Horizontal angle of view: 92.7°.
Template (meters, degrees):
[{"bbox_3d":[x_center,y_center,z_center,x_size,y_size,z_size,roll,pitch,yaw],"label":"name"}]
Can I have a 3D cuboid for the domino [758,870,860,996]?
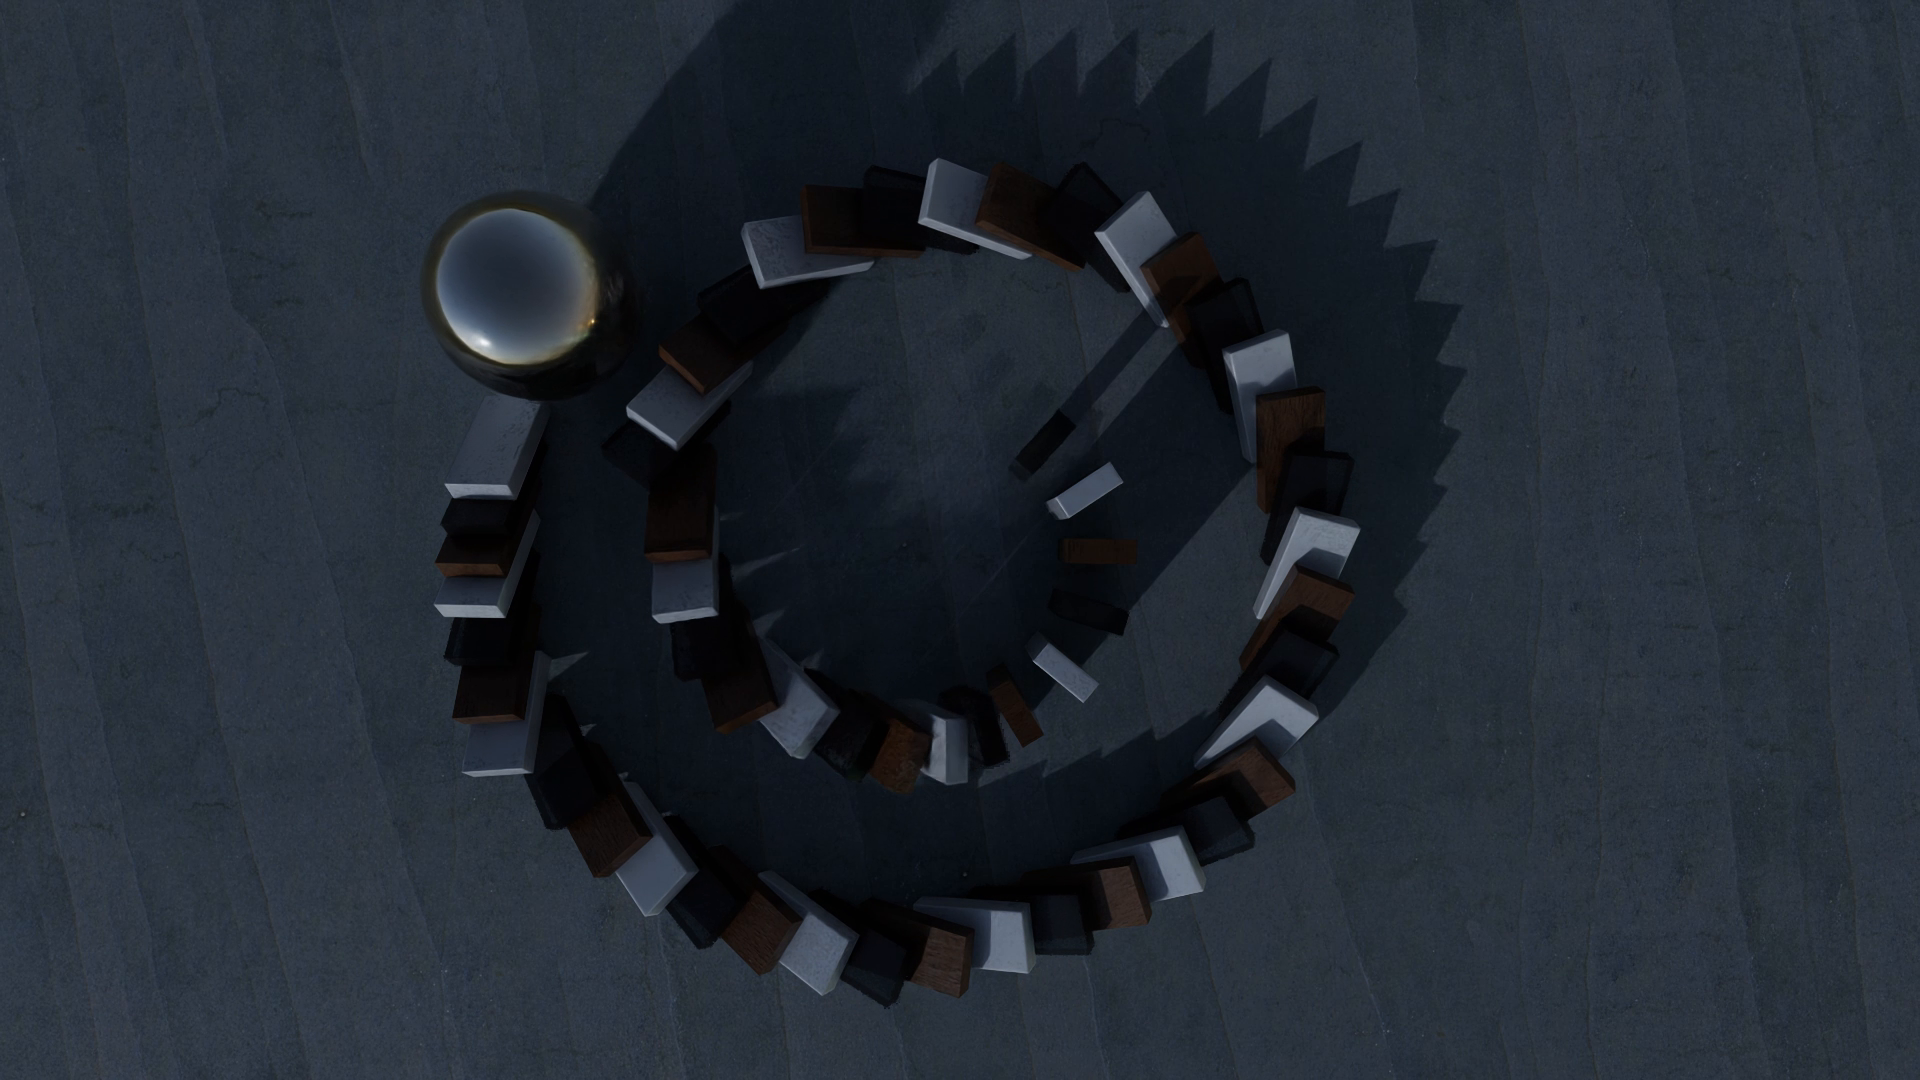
[{"bbox_3d":[-0.069,0.164,0.385,0.050,0.010,0.025,26,90,24],"label":"domino"}]

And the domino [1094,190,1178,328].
[{"bbox_3d":[0.081,-0.117,0.385,0.025,0.010,0.050,-42,115,0],"label":"domino"}]

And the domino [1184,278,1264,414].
[{"bbox_3d":[0.115,-0.081,0.385,0.025,0.010,0.050,-27,114,0],"label":"domino"}]

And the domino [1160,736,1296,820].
[{"bbox_3d":[0.112,0.106,0.385,0.050,0.010,0.025,-41,90,25],"label":"domino"}]

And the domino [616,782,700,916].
[{"bbox_3d":[-0.134,0.129,0.386,0.025,0.009,0.050,-47,66,0],"label":"domino"}]

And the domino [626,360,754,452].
[{"bbox_3d":[-0.112,-0.063,0.384,0.025,0.009,0.050,36,64,0],"label":"domino"}]

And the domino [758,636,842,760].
[{"bbox_3d":[-0.074,0.065,0.382,0.050,0.010,0.025,37,91,33],"label":"domino"}]

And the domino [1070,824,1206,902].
[{"bbox_3d":[0.074,0.139,0.385,0.050,0.010,0.025,-24,90,24],"label":"domino"}]

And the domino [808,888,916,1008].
[{"bbox_3d":[-0.045,0.171,0.385,0.050,0.009,0.025,19,90,24],"label":"domino"}]

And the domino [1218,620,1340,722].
[{"bbox_3d":[0.133,0.060,0.386,0.025,0.010,0.050,26,114,0],"label":"domino"}]

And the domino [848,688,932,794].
[{"bbox_3d":[-0.033,0.082,0.378,0.009,0.050,0.025,20,90,-39],"label":"domino"}]

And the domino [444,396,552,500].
[{"bbox_3d":[-0.191,-0.039,0.381,0.025,0.009,0.050,1,53,0],"label":"domino"}]

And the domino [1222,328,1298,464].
[{"bbox_3d":[0.128,-0.060,0.385,0.025,0.010,0.050,-20,114,0],"label":"domino"}]

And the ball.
[{"bbox_3d":[-0.166,-0.095,0.360,0.080,0.080,0.080,0,90,0],"label":"ball"}]

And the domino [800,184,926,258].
[{"bbox_3d":[-0.041,-0.133,0.385,0.050,0.010,0.025,-6,90,-25],"label":"domino"}]

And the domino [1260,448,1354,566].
[{"bbox_3d":[0.145,-0.013,0.385,0.025,0.009,0.050,5,115,0],"label":"domino"}]

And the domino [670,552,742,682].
[{"bbox_3d":[-0.108,0.032,0.384,0.025,0.009,0.050,-15,62,0],"label":"domino"}]

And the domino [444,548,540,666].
[{"bbox_3d":[-0.196,0.027,0.385,0.025,0.010,0.050,0,64,0],"label":"domino"}]

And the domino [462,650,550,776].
[{"bbox_3d":[-0.190,0.072,0.384,0.025,0.010,0.050,-4,64,2],"label":"domino"}]

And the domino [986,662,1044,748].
[{"bbox_3d":[0.022,0.066,0.375,0.009,0.050,0.025,-31,90,0],"label":"domino"}]

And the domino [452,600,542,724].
[{"bbox_3d":[-0.194,0.051,0.385,0.025,0.010,0.050,-4,64,1],"label":"domino"}]

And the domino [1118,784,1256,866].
[{"bbox_3d":[0.095,0.125,0.385,0.050,0.010,0.025,-31,90,24],"label":"domino"}]

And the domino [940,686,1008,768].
[{"bbox_3d":[0.005,0.075,0.375,0.010,0.050,0.025,-16,90,-14],"label":"domino"}]

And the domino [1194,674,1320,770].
[{"bbox_3d":[0.124,0.083,0.385,0.025,0.009,0.050,33,114,0],"label":"domino"}]

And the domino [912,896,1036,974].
[{"bbox_3d":[0.006,0.165,0.386,0.050,0.009,0.025,-6,90,24],"label":"domino"}]

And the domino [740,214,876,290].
[{"bbox_3d":[-0.063,-0.123,0.385,0.050,0.010,0.025,-19,90,-26],"label":"domino"}]

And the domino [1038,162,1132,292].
[{"bbox_3d":[0.060,-0.130,0.385,0.050,0.009,0.025,37,90,-25],"label":"domino"}]

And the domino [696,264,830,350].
[{"bbox_3d":[-0.082,-0.103,0.385,0.050,0.010,0.025,-40,90,-25],"label":"domino"}]

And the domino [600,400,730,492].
[{"bbox_3d":[-0.123,-0.047,0.385,0.025,0.009,0.050,37,64,0],"label":"domino"}]

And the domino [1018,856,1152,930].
[{"bbox_3d":[0.052,0.150,0.386,0.050,0.010,0.025,-18,90,24],"label":"domino"}]

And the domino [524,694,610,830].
[{"bbox_3d":[-0.170,0.093,0.386,0.025,0.010,0.050,-36,67,0],"label":"domino"}]

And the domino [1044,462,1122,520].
[{"bbox_3d":[0.049,-0.019,0.375,0.025,0.050,0.010,-33,90,0],"label":"domino"}]

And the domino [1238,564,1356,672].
[{"bbox_3d":[0.141,0.037,0.385,0.025,0.010,0.050,21,114,0],"label":"domino"}]

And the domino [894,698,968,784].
[{"bbox_3d":[-0.013,0.081,0.376,0.009,0.050,0.025,1,90,-27],"label":"domino"}]

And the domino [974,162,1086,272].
[{"bbox_3d":[0.033,-0.135,0.385,0.050,0.010,0.025,18,90,-25],"label":"domino"}]

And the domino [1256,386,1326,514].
[{"bbox_3d":[0.139,-0.038,0.385,0.025,0.010,0.050,-9,115,0],"label":"domino"}]

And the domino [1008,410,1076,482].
[{"bbox_3d":[0.033,-0.037,0.375,0.009,0.050,0.025,42,90,0],"label":"domino"}]

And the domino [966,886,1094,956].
[{"bbox_3d":[0.029,0.160,0.386,0.050,0.009,0.025,-11,90,24],"label":"domino"}]

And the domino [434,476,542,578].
[{"bbox_3d":[-0.195,-0.008,0.381,0.025,0.009,0.050,1,53,0],"label":"domino"}]

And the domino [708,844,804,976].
[{"bbox_3d":[-0.092,0.155,0.386,0.050,0.010,0.025,32,90,24],"label":"domino"}]

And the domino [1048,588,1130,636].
[{"bbox_3d":[0.051,0.029,0.375,0.025,0.050,0.009,16,90,0],"label":"domino"}]

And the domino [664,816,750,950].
[{"bbox_3d":[-0.114,0.143,0.386,0.050,0.010,0.025,39,90,24],"label":"domino"}]

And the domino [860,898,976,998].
[{"bbox_3d":[-0.020,0.171,0.385,0.050,0.009,0.025,7,90,25],"label":"domino"}]

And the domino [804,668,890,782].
[{"bbox_3d":[-0.053,0.076,0.380,0.050,0.009,0.025,28,90,41],"label":"domino"}]

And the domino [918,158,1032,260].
[{"bbox_3d":[0.009,-0.138,0.385,0.050,0.009,0.025,11,90,-24],"label":"domino"}]

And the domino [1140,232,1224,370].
[{"bbox_3d":[0.099,-0.100,0.385,0.025,0.009,0.050,-36,114,0],"label":"domino"}]

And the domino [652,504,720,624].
[{"bbox_3d":[-0.115,0.009,0.385,0.025,0.010,0.050,-8,64,0],"label":"domino"}]

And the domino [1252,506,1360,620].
[{"bbox_3d":[0.145,0.013,0.385,0.025,0.009,0.050,14,114,0],"label":"domino"}]

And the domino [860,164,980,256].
[{"bbox_3d":[-0.016,-0.138,0.385,0.050,0.010,0.025,4,90,-25],"label":"domino"}]

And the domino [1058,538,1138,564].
[{"bbox_3d":[0.055,0.004,0.375,0.025,0.050,0.009,1,90,0],"label":"domino"}]

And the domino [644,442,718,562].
[{"bbox_3d":[-0.117,-0.016,0.385,0.025,0.010,0.050,-4,65,0],"label":"domino"}]

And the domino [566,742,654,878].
[{"bbox_3d":[-0.153,0.113,0.386,0.025,0.010,0.050,-42,66,0],"label":"domino"}]

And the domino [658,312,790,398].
[{"bbox_3d":[-0.098,-0.085,0.385,0.025,0.009,0.050,43,65,0],"label":"domino"}]

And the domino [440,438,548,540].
[{"bbox_3d":[-0.193,-0.023,0.381,0.025,0.009,0.050,1,53,0],"label":"domino"}]

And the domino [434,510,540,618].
[{"bbox_3d":[-0.196,0.008,0.381,0.025,0.009,0.050,1,54,0],"label":"domino"}]

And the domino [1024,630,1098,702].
[{"bbox_3d":[0.041,0.051,0.375,0.025,0.050,0.010,39,90,0],"label":"domino"}]

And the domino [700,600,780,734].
[{"bbox_3d":[-0.095,0.053,0.383,0.025,0.010,0.050,-26,60,1],"label":"domino"}]
